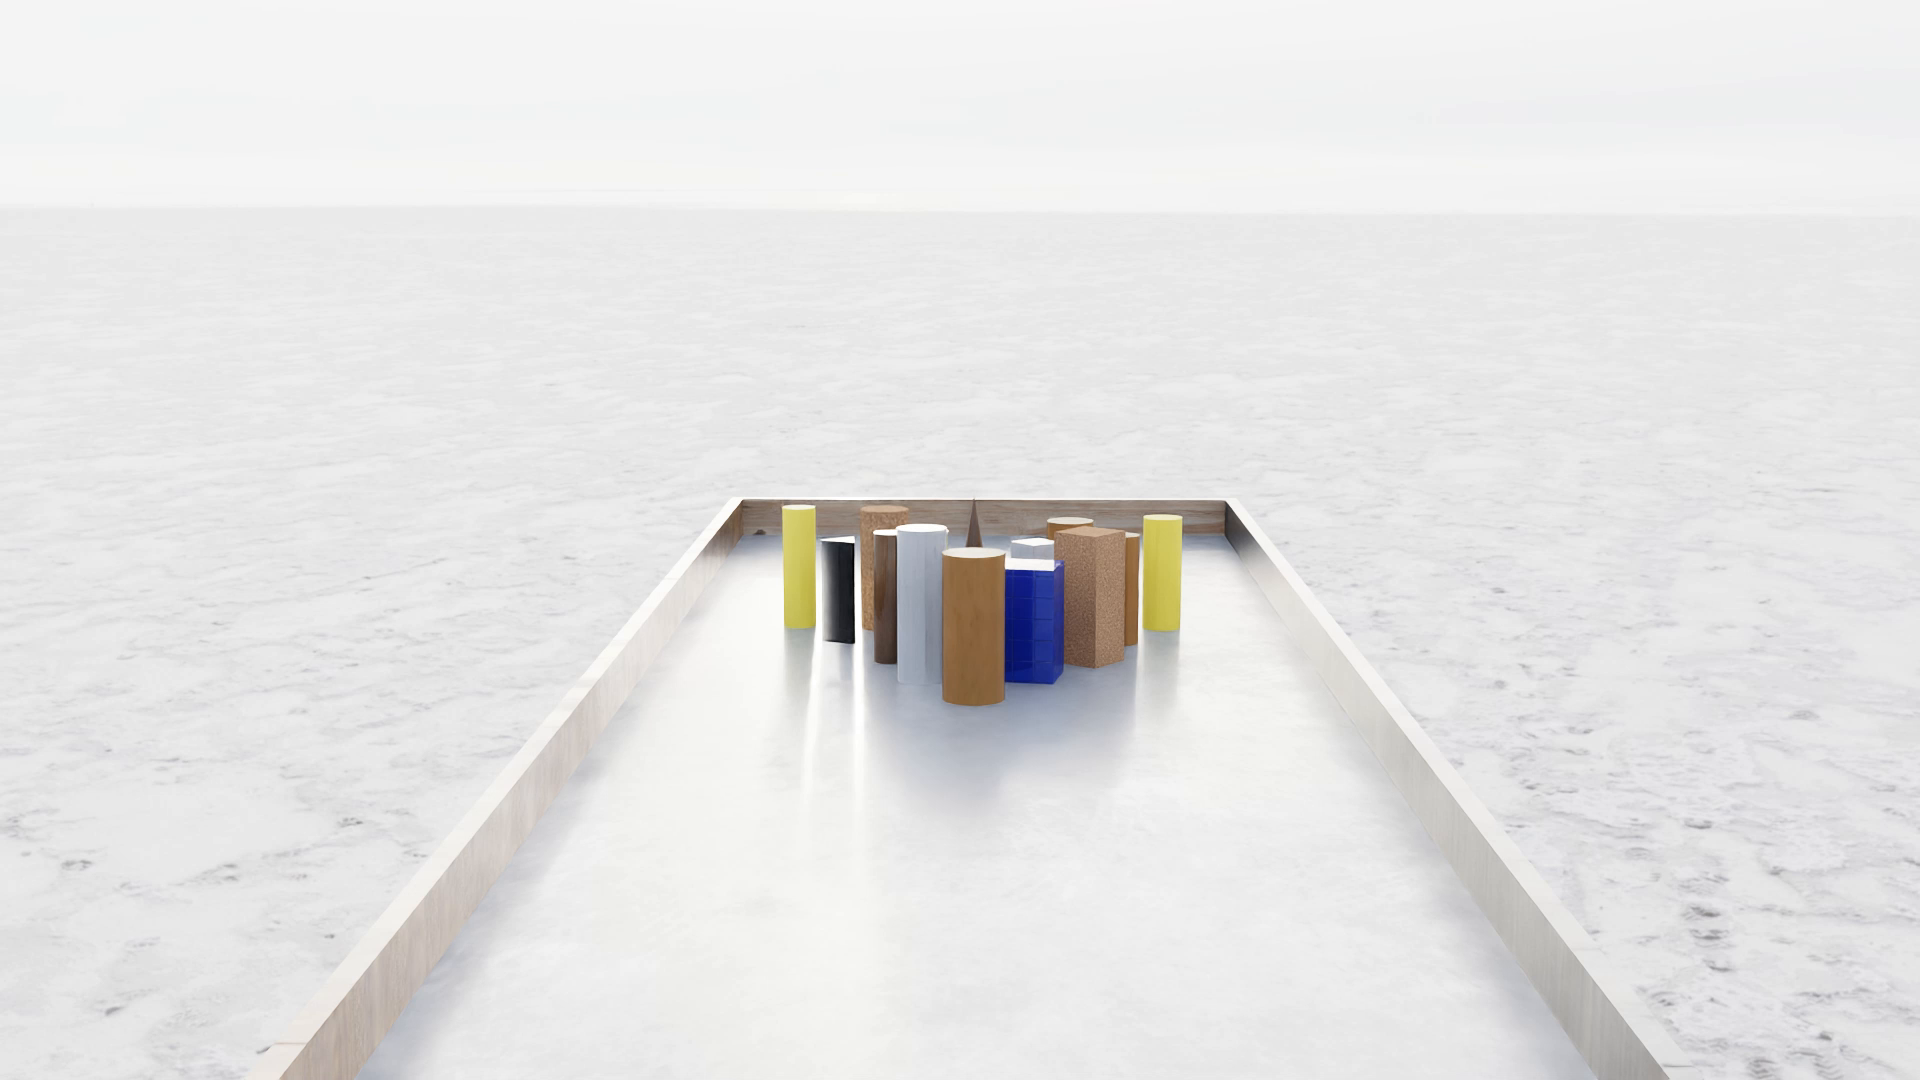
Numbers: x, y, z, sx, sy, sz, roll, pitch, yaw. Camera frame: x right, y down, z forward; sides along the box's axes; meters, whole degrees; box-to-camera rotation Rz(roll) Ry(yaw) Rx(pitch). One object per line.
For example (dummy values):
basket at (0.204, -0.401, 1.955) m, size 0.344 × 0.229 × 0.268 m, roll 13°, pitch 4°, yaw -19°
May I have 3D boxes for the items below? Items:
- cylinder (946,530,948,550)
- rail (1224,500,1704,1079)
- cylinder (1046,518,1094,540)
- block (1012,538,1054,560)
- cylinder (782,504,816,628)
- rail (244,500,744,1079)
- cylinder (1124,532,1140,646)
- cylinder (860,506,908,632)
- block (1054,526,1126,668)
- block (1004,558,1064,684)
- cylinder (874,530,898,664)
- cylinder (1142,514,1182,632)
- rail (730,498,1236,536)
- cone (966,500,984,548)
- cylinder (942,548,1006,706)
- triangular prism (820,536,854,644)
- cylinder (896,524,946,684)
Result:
cylinder at (-0.095, 0.149, 6.917) m, size 0.119 × 0.361 × 0.119 m, roll 0°, pitch 9°, yaw 0°
rail at (1.046, 0.843, 3.208) m, size 0.050 × 0.150 × 12.000 m, roll 0°, pitch 9°, yaw 1°
cylinder at (0.357, 0.113, 7.163) m, size 0.151 × 0.355 × 0.151 m, roll 0°, pitch 9°, yaw 0°
block at (0.239, 0.166, 6.923) m, size 0.112 × 0.325 × 0.112 m, roll -7°, pitch 11°, yaw -36°
cylinder at (-0.526, 0.087, 7.209) m, size 0.108 × 0.392 × 0.108 m, roll 0°, pitch 9°, yaw 0°
rail at (-1.004, 0.839, 3.234) m, size 0.050 × 0.150 × 12.000 m, roll 0°, pitch 9°, yaw 1°
cylinder at (0.511, 0.154, 6.934) m, size 0.106 × 0.345 × 0.106 m, roll 0°, pitch 9°, yaw 0°
cylinder at (-0.246, 0.092, 7.179) m, size 0.156 × 0.391 × 0.156 m, roll 0°, pitch 9°, yaw 0°
block at (0.391, 0.171, 6.654) m, size 0.154 × 0.399 × 0.154 m, roll 7°, pitch 11°, yaw 38°
block at (0.201, 0.237, 6.447) m, size 0.180 × 0.335 × 0.180 m, roll 2°, pitch 9°, yaw 12°
cylinder at (-0.210, 0.172, 6.659) m, size 0.101 × 0.395 × 0.101 m, roll 0°, pitch 9°, yaw 0°
cylinder at (0.659, 0.106, 7.175) m, size 0.126 × 0.364 × 0.126 m, roll 0°, pitch 9°, yaw 0°
rail at (0.099, -0.098, 9.147) m, size 2.100 × 0.150 × 0.050 m, roll 0°, pitch 9°, yaw 1°
cone at (0.046, 0.066, 7.201) m, size 0.148 × 0.436 × 0.148 m, roll 0°, pitch 9°, yaw 0°
cylinder at (0.038, 0.241, 6.160) m, size 0.176 × 0.417 × 0.176 m, roll 0°, pitch 9°, yaw 0°
triangular prism at (-0.364, 0.157, 6.983) m, size 0.119 × 0.324 × 0.103 m, roll 4°, pitch 10°, yaw 26°
cylinder at (-0.111, 0.186, 6.399) m, size 0.145 × 0.449 × 0.145 m, roll 0°, pitch 9°, yaw 0°
